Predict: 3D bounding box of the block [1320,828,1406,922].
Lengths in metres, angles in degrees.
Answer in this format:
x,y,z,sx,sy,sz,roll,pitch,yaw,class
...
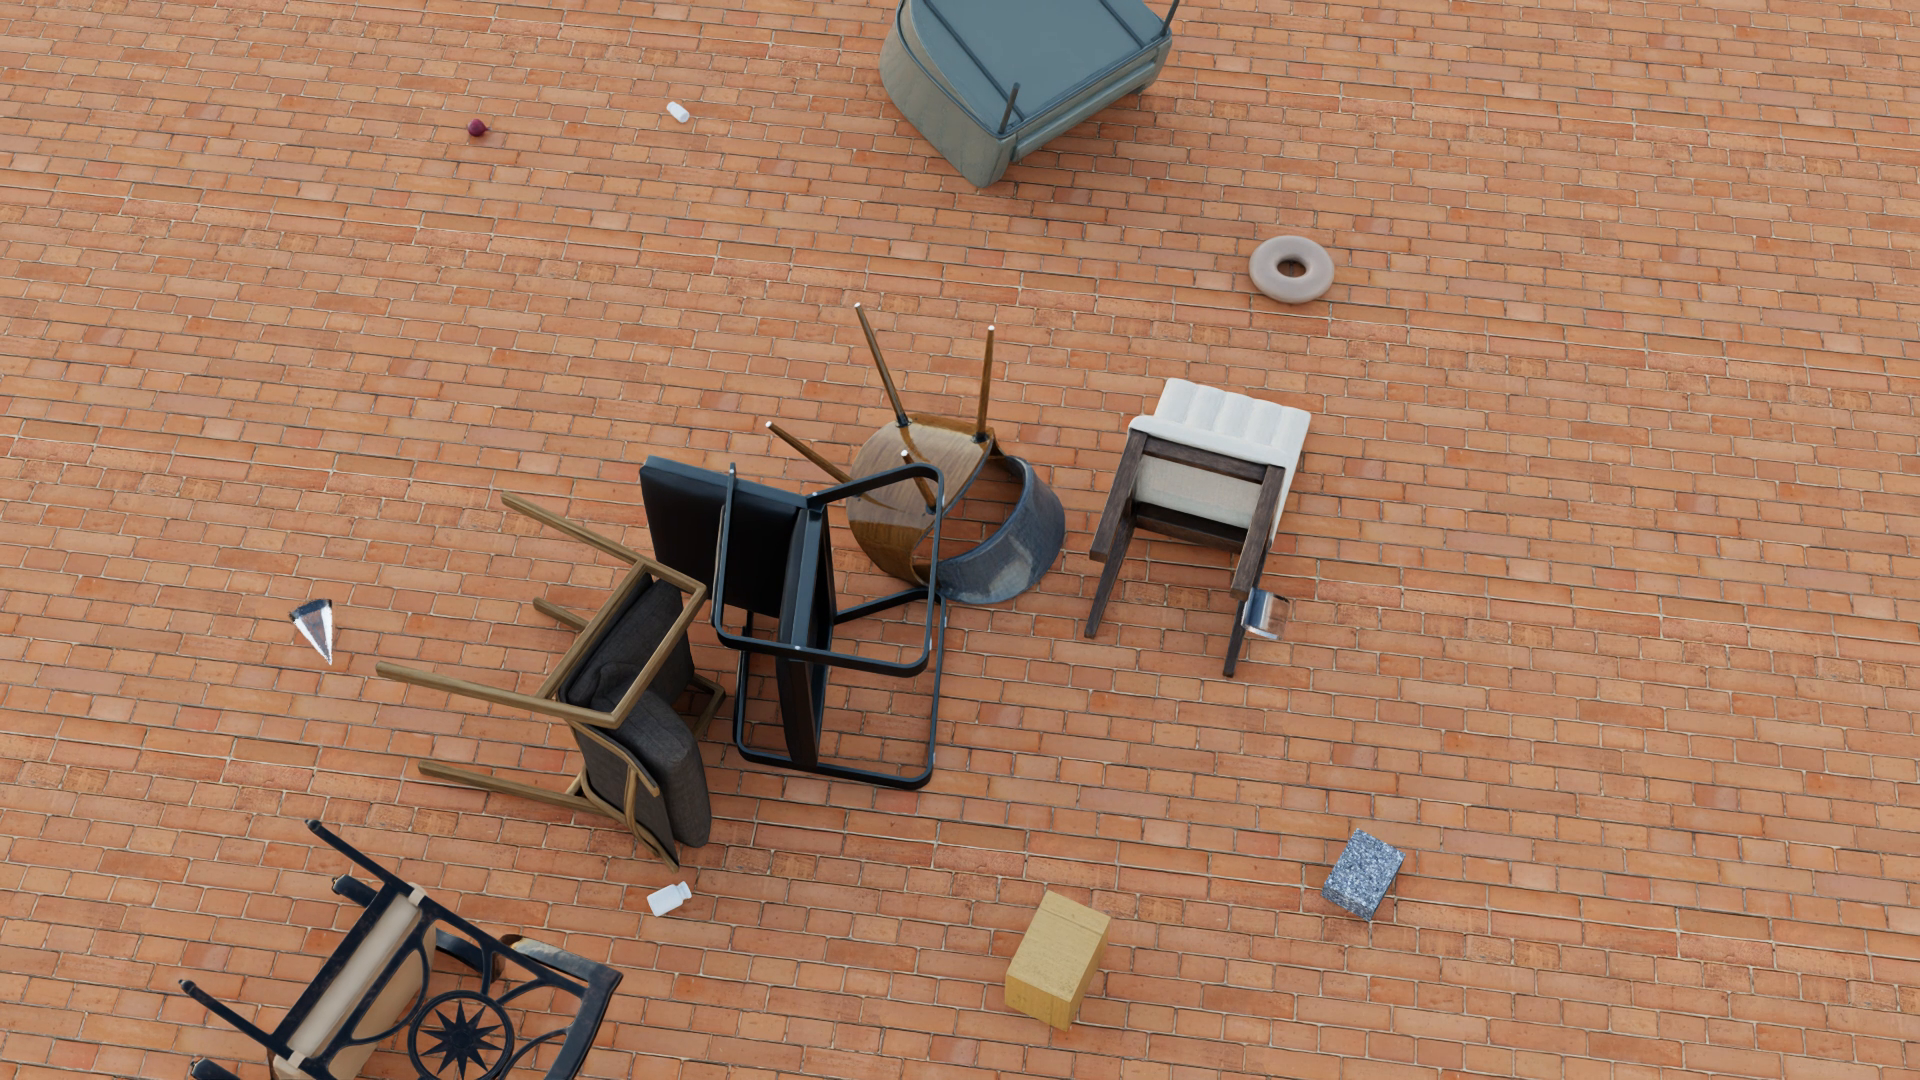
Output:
x,y,z,sx,sy,sz,roll,pitch,yaw,class
1.086,0.902,5.924,0.147,0.074,0.196,28,60,17,block

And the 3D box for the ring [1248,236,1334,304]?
x,y,z,sx,sy,sz,roll,pitch,yaw,class
1.074,-0.877,7.118,0.279,0.074,0.275,18,57,13,ring

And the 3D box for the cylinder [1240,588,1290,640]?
x,y,z,sx,sy,sz,roll,pitch,yaw,class
0.878,0.212,6.317,0.085,0.186,0.109,4,77,42,cylinder

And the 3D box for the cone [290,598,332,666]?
x,y,z,sx,sy,sz,roll,pitch,yaw,class
-1.849,0.281,6.361,0.130,0.083,0.189,-23,72,-7,cone

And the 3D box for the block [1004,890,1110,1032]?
x,y,z,sx,sy,sz,roll,pitch,yaw,class
0.253,1.094,5.718,0.179,0.202,0.258,22,59,14,block
